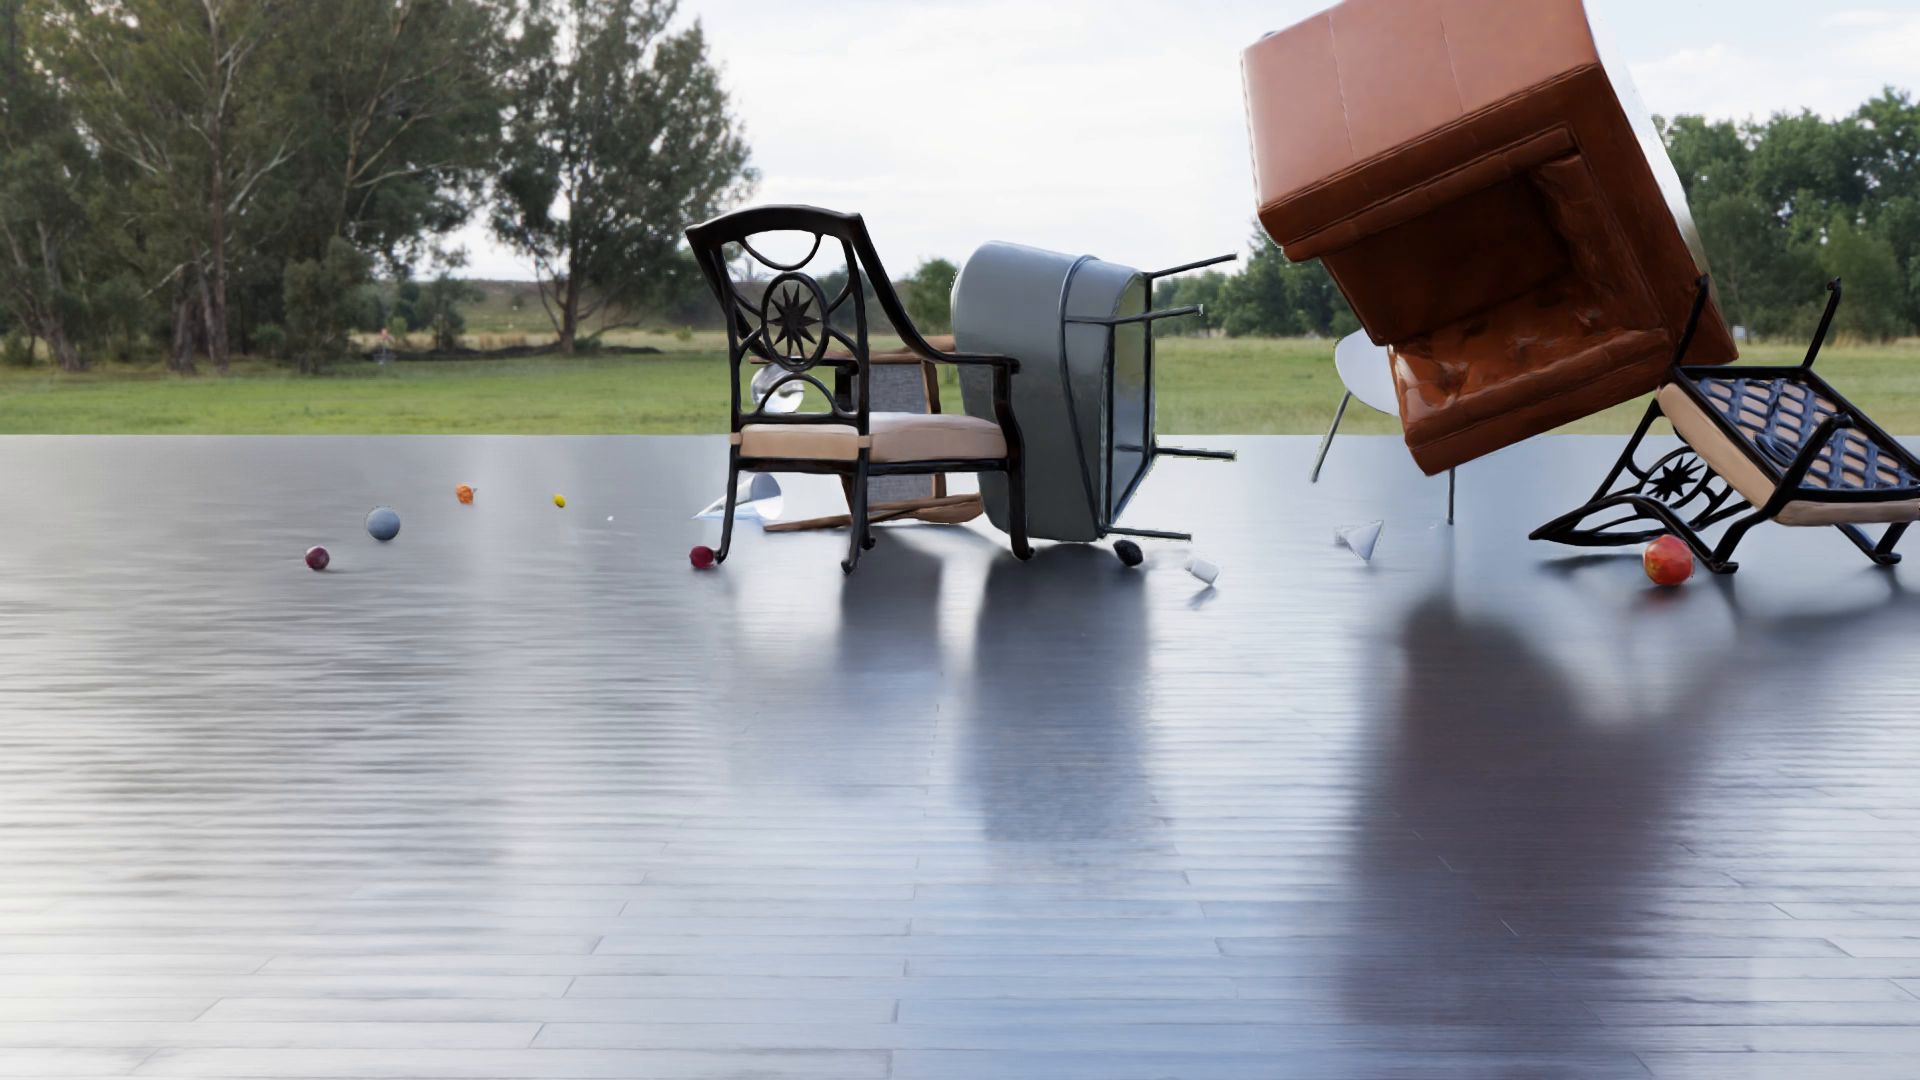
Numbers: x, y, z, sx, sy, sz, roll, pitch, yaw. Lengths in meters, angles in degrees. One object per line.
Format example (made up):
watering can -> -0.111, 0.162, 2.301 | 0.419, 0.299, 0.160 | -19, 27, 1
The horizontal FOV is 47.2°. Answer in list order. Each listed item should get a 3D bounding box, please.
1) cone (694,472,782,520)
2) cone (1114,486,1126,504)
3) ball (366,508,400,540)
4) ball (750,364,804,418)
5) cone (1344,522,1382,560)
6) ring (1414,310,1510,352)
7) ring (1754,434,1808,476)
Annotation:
cone -> -0.798, -0.116, 7.630 | 0.322, 0.173, 0.181 | -15, 7, 30
cone -> 0.608, -0.180, 8.527 | 0.047, 0.079, 0.047 | -4, -14, 44
ball -> -1.707, -0.046, 6.512 | 0.097, 0.097, 0.097 | 0, 4, 0
ball -> -0.478, -0.391, 5.747 | 0.142, 0.142, 0.142 | 0, 4, 0
cone -> 1.077, -0.016, 5.769 | 0.089, 0.097, 0.122 | 36, 20, -15
ring -> 1.904, -0.788, 8.336 | 0.357, 0.114, 0.266 | -2, -10, 21
ring -> 1.980, -0.206, 5.299 | 0.102, 0.021, 0.167 | 0, 37, -34
